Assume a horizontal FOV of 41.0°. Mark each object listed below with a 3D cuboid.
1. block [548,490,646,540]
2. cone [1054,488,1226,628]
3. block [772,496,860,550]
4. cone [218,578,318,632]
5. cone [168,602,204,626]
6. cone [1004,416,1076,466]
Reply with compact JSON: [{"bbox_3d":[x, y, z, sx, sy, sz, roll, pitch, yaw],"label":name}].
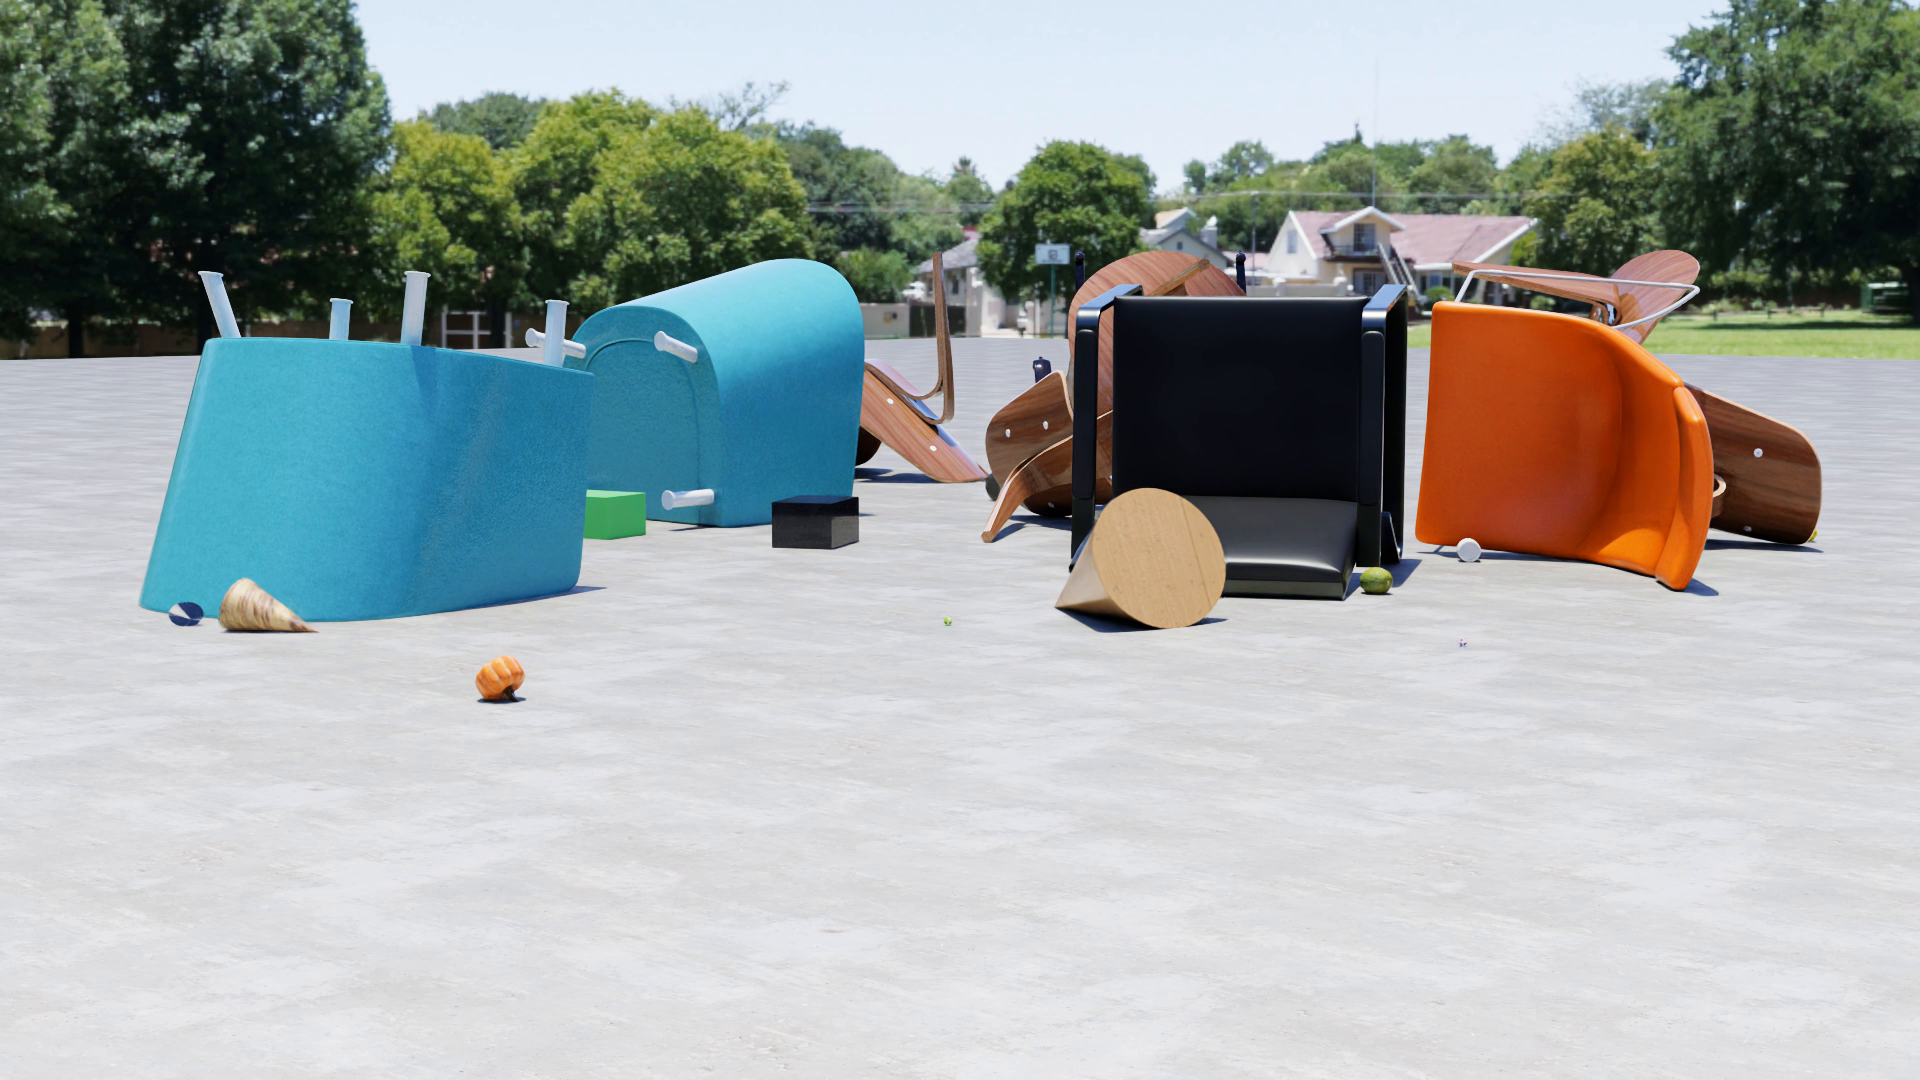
[{"bbox_3d":[-0.922,-0.065,6.522,0.188,0.106,0.158,4,7,31],"label":"block"},{"bbox_3d":[0.282,0.084,4.974,0.320,0.276,0.348,-7,-13,-36],"label":"cone"},{"bbox_3d":[-0.354,-0.044,6.300,0.153,0.111,0.209,2,6,16],"label":"block"},{"bbox_3d":[-1.268,0.145,4.770,0.181,0.098,0.112,18,29,15],"label":"cone"},{"bbox_3d":[-1.458,0.149,4.860,0.068,0.050,0.047,6,-22,6],"label":"cone"},{"bbox_3d":[0.289,-0.302,8.926,0.262,0.197,0.172,4,35,-9],"label":"cone"}]
